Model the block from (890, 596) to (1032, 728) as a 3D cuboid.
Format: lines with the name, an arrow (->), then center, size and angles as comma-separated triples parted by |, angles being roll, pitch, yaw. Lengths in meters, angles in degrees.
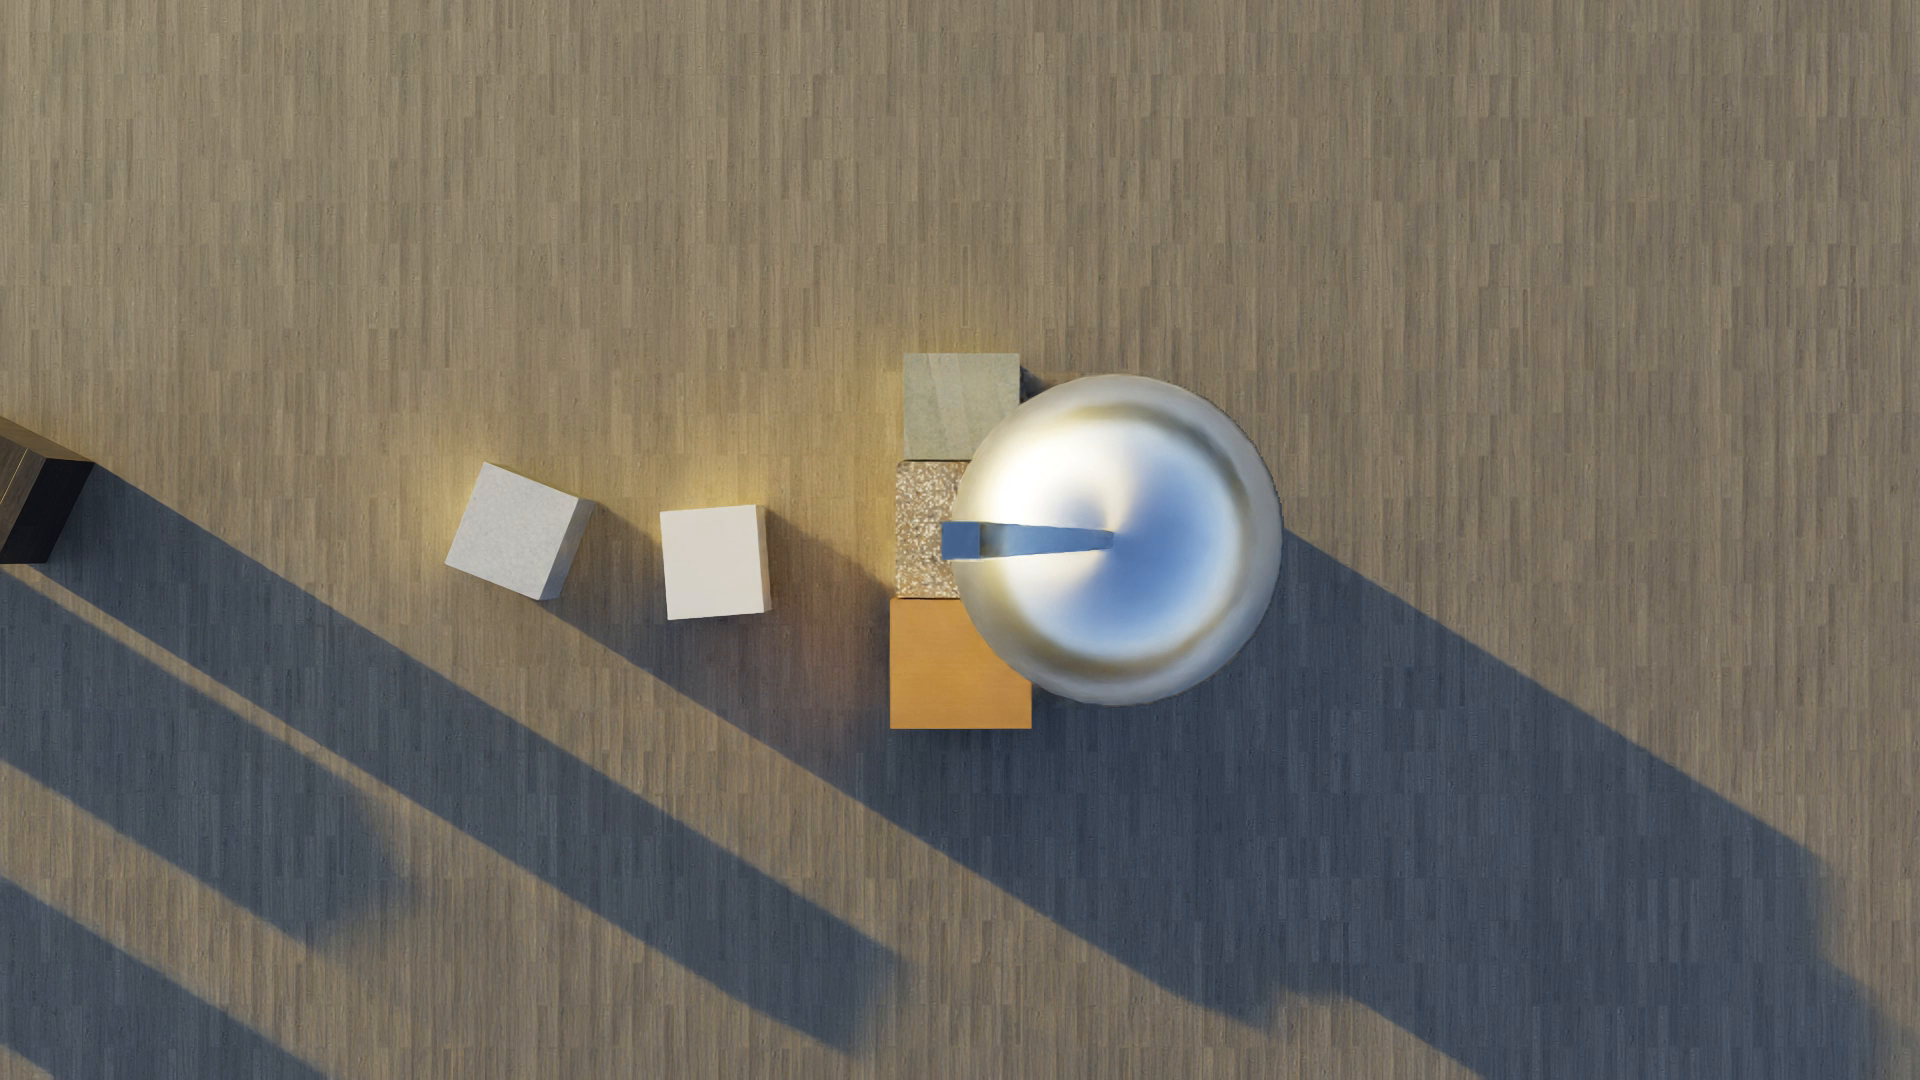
block -> 0.004, 0.688, 12.598 | 0.783, 0.803, 0.715 | 0, 90, 0

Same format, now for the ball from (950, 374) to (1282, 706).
ball -> 0.748, 0.000, 10.598 | 1.600, 1.600, 1.600 | 0, 90, 0

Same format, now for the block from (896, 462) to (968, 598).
block -> 0.002, -0.058, 12.636 | 0.721, 0.727, 0.758 | 0, 90, 0

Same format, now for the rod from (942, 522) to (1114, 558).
rod -> 0.324, 0.000, 7.224 | 0.080, 5.200, 0.080 | 0, 90, 7

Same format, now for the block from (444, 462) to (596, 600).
block -> -2.528, -0.050, 12.698 | 0.571, 0.605, 0.618 | 21, 90, 0

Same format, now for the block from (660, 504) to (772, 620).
block -> -1.407, 0.126, 12.733 | 0.543, 0.534, 0.613 | -4, 90, 0

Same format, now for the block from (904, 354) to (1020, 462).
block -> 0.009, -0.747, 12.655 | 0.650, 0.691, 0.597 | 0, 90, 0

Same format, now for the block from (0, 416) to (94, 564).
block -> -5.570, -0.315, 12.654 | 0.696, 0.692, 0.664 | 26, 90, 0
